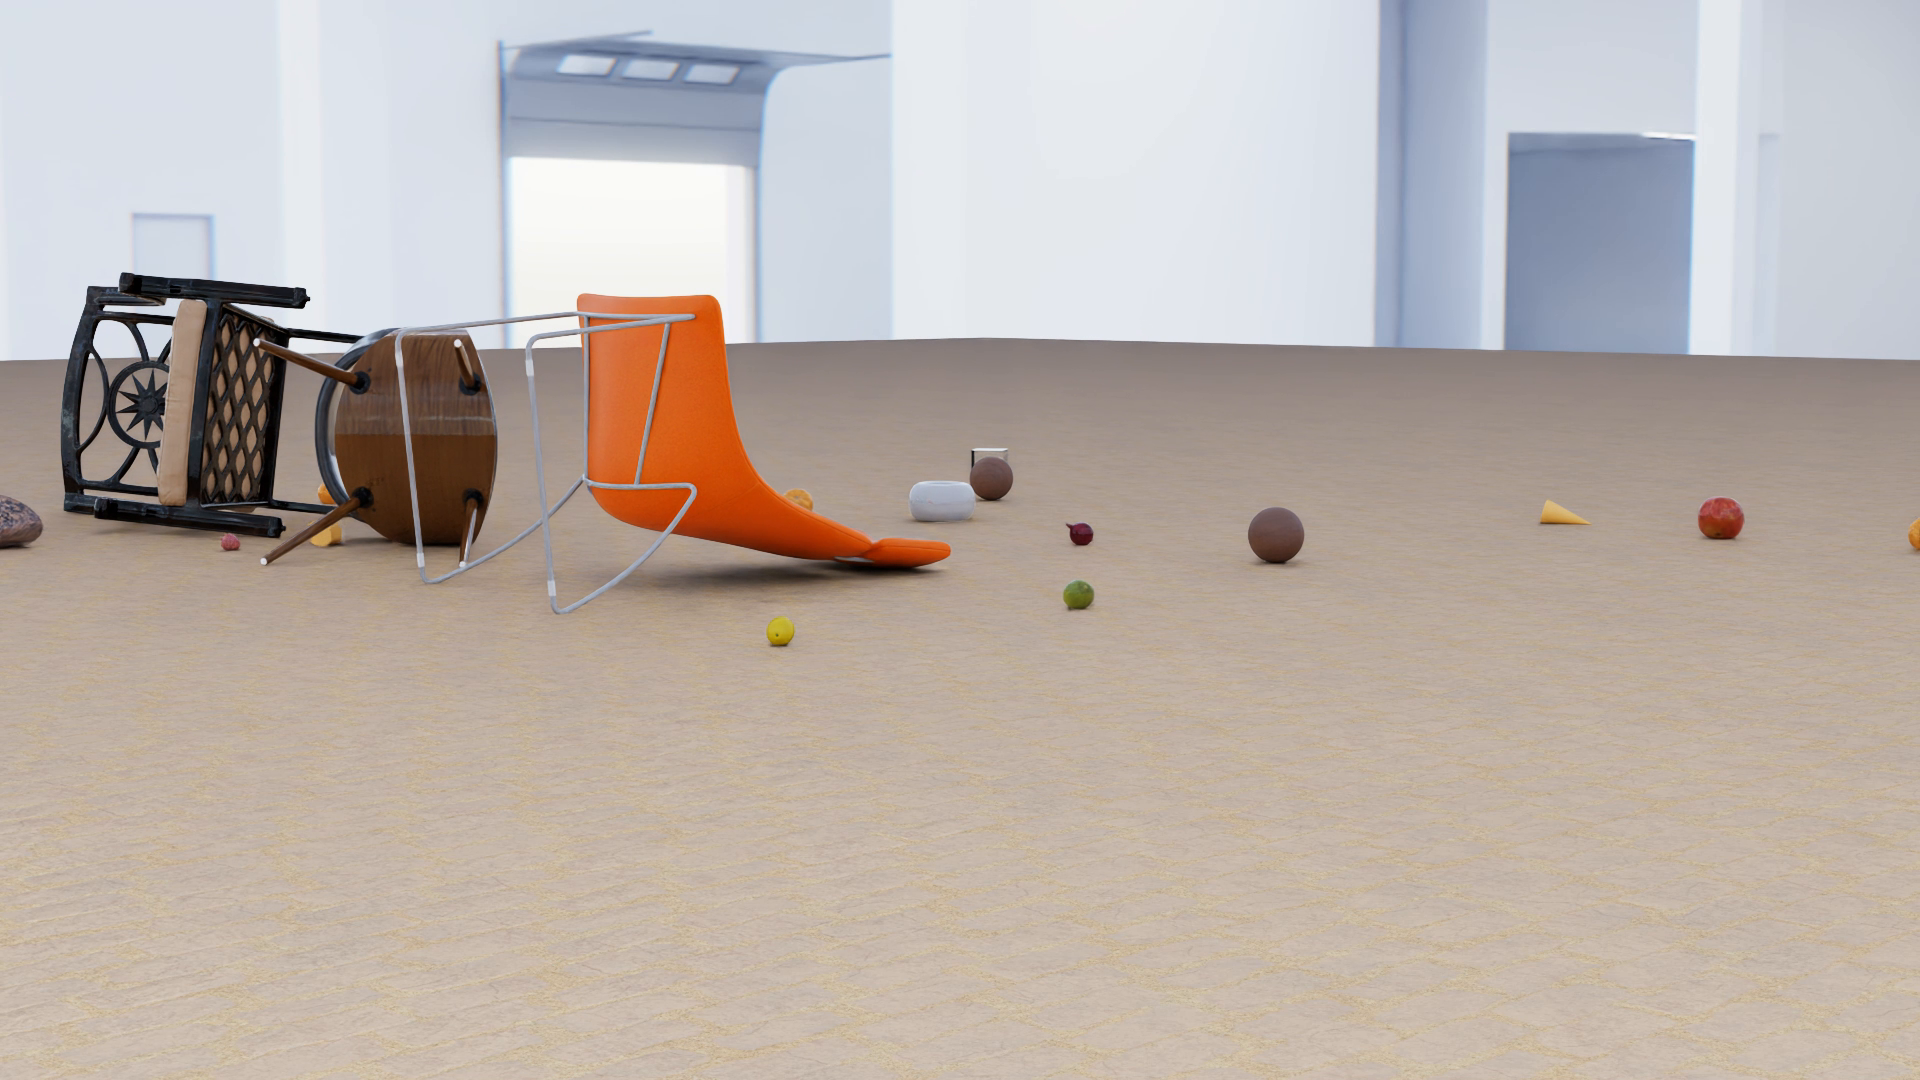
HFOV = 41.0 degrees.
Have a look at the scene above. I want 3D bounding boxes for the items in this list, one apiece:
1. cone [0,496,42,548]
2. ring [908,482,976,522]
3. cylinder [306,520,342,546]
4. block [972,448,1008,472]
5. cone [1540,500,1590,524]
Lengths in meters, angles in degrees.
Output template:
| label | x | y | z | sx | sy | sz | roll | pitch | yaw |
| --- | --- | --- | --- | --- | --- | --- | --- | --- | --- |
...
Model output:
| label | x | y | z | sx | sy | sz | roll | pitch | yaw |
| --- | --- | --- | --- | --- | --- | --- | --- | --- | --- |
| cone | -2.404 | -0.004 | 6.134 | 0.264 | 0.130 | 0.311 | 9 | 20 | 17 |
| ring | -0.048 | -0.104 | 6.941 | 0.170 | 0.101 | 0.226 | 4 | 6 | 26 |
| cylinder | -1.557 | -0.017 | 6.278 | 0.074 | 0.060 | 0.050 | 24 | 12 | 14 |
| block | 0.101 | -0.269 | 8.659 | 0.109 | 0.074 | 0.099 | 1 | 6 | 10 |
| cone | 1.620 | -0.059 | 6.822 | 0.134 | 0.067 | 0.065 | 17 | -9 | 20 |
